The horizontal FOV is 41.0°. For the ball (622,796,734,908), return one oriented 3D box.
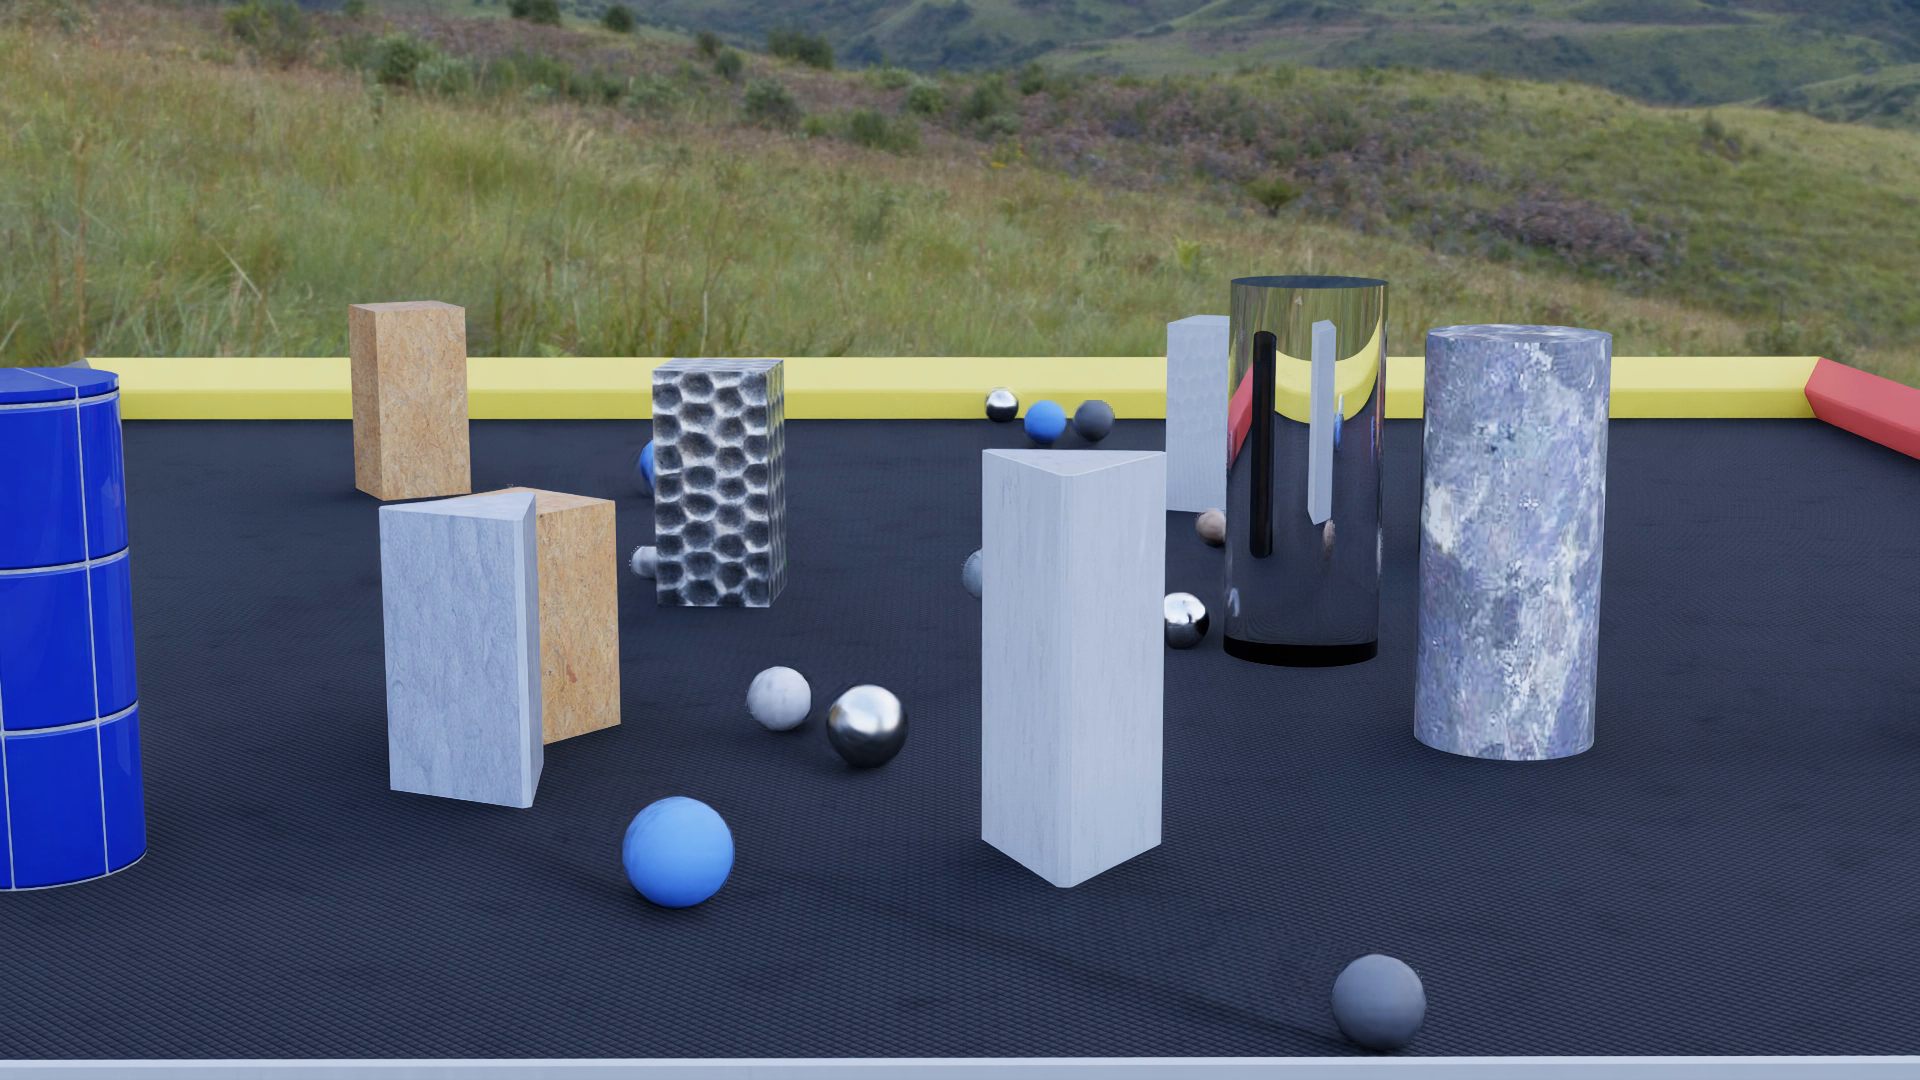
[{"bbox_3d":[-0.246,0.273,2.241,0.096,0.096,0.096,0,11,0],"label":"ball"}]

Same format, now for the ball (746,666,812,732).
[{"bbox_3d":[-0.199,0.175,2.833,0.071,0.071,0.071,0,11,0],"label":"ball"}]

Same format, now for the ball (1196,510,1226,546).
[{"bbox_3d":[0.387,-0.018,3.921,0.054,0.054,0.054,0,11,0],"label":"ball"}]

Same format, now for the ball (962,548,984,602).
[{"bbox_3d":[0.040,0.049,3.503,0.076,0.076,0.076,0,11,0],"label":"ball"}]

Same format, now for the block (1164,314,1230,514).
[{"bbox_3d":[0.441,-0.209,4.250,0.154,0.309,0.154,5,12,24],"label":"block"}]

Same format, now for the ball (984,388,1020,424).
[{"bbox_3d":[0.086,-0.274,5.255,0.071,0.071,0.071,0,11,0],"label":"ball"}]

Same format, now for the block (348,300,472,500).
[{"bbox_3d":[-0.945,-0.242,4.402,0.154,0.319,0.154,-6,12,-29],"label":"block"}]

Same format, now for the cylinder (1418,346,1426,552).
[{"bbox_3d":[0.789,-0.139,3.841,0.193,0.320,0.193,0,11,0],"label":"cylinder"}]

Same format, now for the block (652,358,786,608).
[{"bbox_3d":[-0.329,-0.082,3.532,0.154,0.321,0.154,1,11,5],"label":"block"}]

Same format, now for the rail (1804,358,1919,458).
[{"bbox_3d":[1.772,0.030,3.459,0.045,0.125,3.806,0,11,0],"label":"rail"}]

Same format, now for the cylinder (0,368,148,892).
[{"bbox_3d":[-0.855,0.076,2.340,0.193,0.447,0.193,0,11,0],"label":"cylinder"}]

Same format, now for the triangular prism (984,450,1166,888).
[{"bbox_3d":[0.082,0.107,2.370,0.145,0.374,0.167,7,13,34],"label":"triangular prism"}]

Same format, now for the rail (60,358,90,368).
[{"bbox_3d":[-1.772,0.034,3.439,0.045,0.125,3.806,0,11,0],"label":"rail"}]

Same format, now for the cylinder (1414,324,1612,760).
[{"bbox_3d":[0.595,-0.002,2.770,0.193,0.443,0.193,0,11,0],"label":"cylinder"}]

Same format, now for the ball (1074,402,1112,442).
[{"bbox_3d":[0.260,-0.232,5.007,0.077,0.077,0.077,0,11,0],"label":"ball"}]

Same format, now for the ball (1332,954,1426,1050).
[{"bbox_3d":[0.313,0.346,1.919,0.070,0.070,0.070,0,11,0],"label":"ball"}]

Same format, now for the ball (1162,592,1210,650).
[{"bbox_3d":[0.277,0.101,3.229,0.072,0.072,0.072,0,11,0],"label":"ball"}]

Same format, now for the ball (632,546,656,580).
[{"bbox_3d":[-0.445,0.032,3.667,0.048,0.048,0.048,0,11,0],"label":"ball"}]

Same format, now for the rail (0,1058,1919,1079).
[{"bbox_3d":[0.011,0.376,1.602,3.591,0.125,0.045,0,11,0],"label":"rail"}]

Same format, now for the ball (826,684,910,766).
[{"bbox_3d":[-0.096,0.194,2.689,0.086,0.086,0.086,0,11,0],"label":"ball"}]

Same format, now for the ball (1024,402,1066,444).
[{"bbox_3d":[0.164,-0.225,4.960,0.082,0.082,0.082,0,11,0],"label":"ball"}]

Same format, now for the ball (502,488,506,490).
[{"bbox_3d":[-0.711,-0.051,4.067,0.066,0.066,0.066,0,11,0],"label":"ball"}]

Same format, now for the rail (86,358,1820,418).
[{"bbox_3d":[-0.011,-0.311,5.297,3.591,0.125,0.045,0,11,0],"label":"rail"}]

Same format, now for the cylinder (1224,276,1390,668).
[{"bbox_3d":[0.428,-0.089,3.186,0.193,0.462,0.193,0,11,0],"label":"cylinder"}]

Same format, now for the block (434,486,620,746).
[{"bbox_3d":[-0.488,0.083,2.831,0.154,0.253,0.154,8,13,38],"label":"block"}]

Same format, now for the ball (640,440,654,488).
[{"bbox_3d":[-0.503,-0.131,4.412,0.097,0.097,0.097,0,11,0],"label":"ball"}]

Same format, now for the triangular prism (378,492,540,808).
[{"bbox_3d":[-0.474,0.104,2.616,0.167,0.290,0.145,5,12,25],"label":"triangular prism"}]
